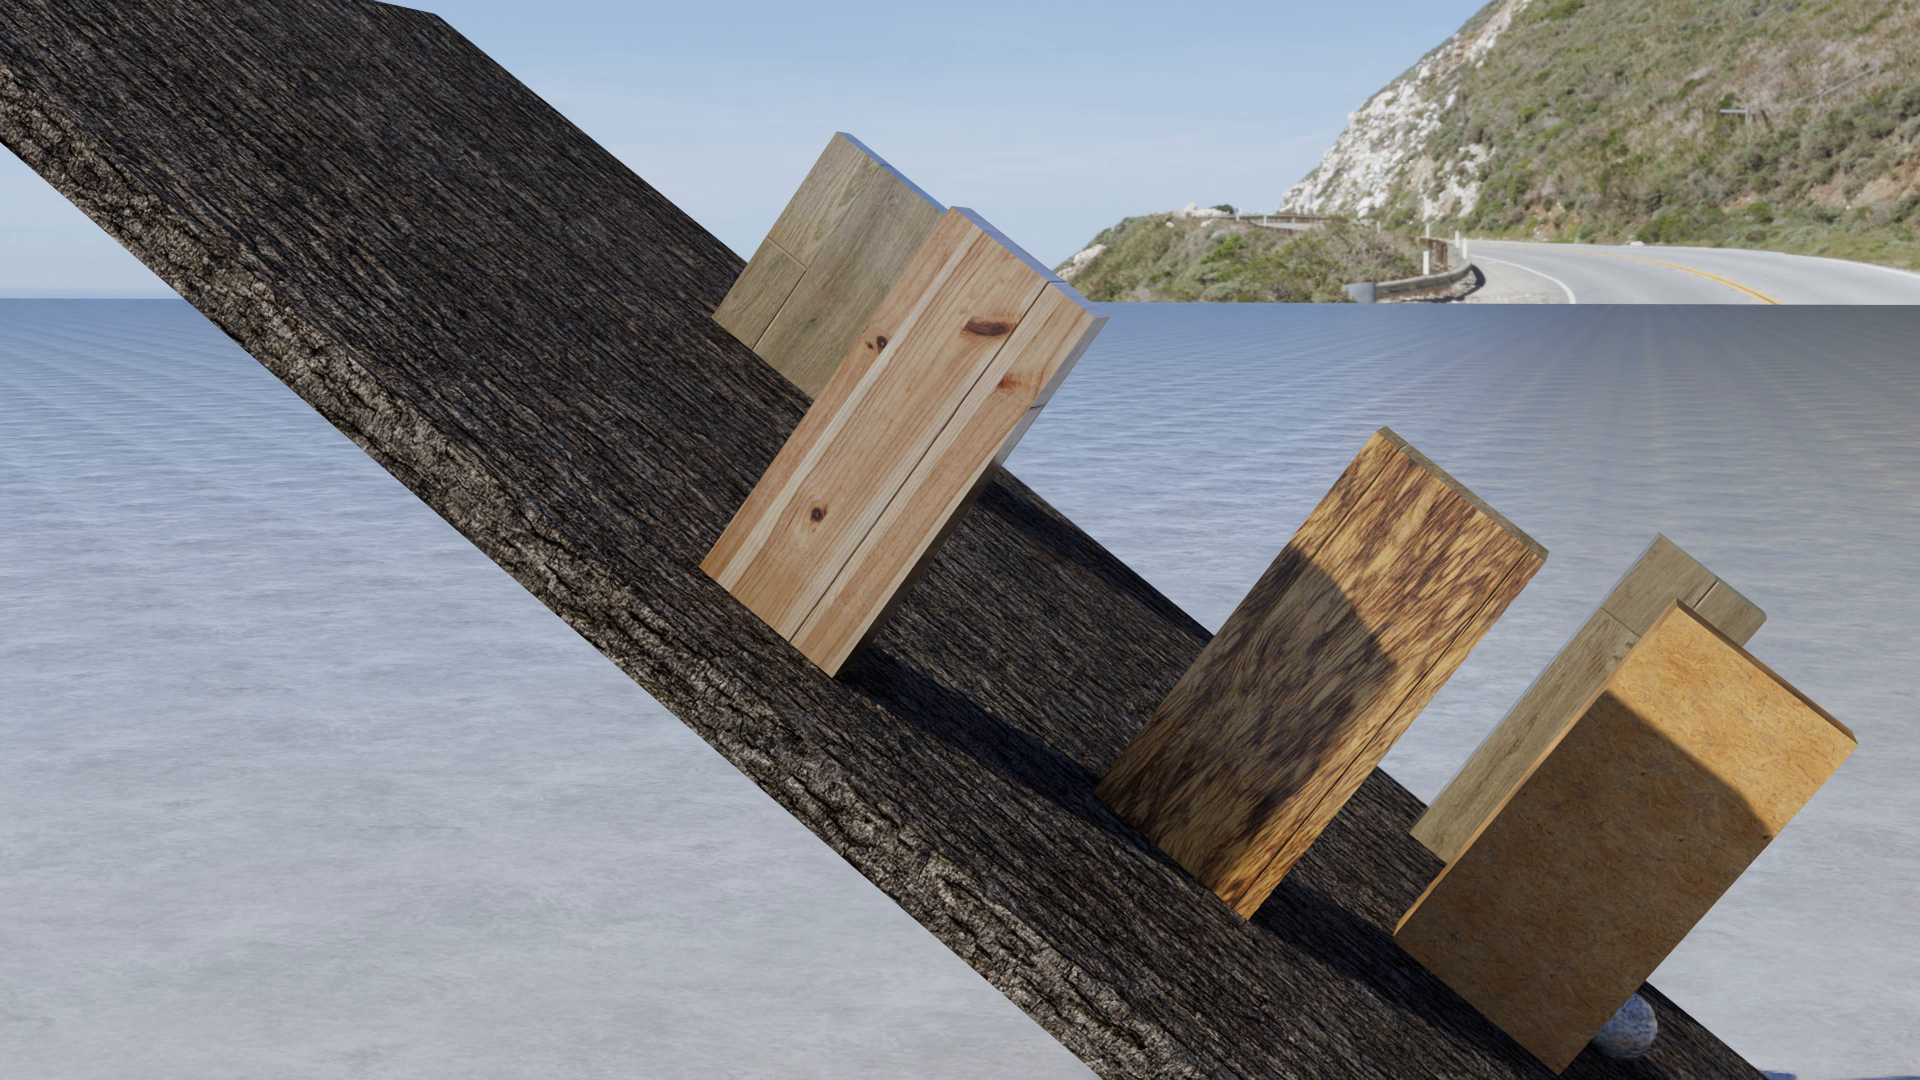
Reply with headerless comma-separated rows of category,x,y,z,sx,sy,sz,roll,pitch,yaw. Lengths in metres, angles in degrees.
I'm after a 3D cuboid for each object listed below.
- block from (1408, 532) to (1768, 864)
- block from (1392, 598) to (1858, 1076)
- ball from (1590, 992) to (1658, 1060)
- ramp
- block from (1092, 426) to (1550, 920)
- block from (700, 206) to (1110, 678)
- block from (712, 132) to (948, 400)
block,1.271,0.376,4.482,0.258,0.793,0.092,39,16,9
block,1.150,0.520,3.846,0.367,0.774,0.122,39,16,9
ball,1.238,0.907,4.118,0.129,0.129,0.129,0,7,0
ramp,-0.058,0.119,4.067,4.000,0.100,2.000,39,16,9
block,0.575,0.216,3.550,0.325,0.751,0.139,39,16,9
block,-0.090,-0.143,3.309,0.270,0.680,0.095,39,16,9
block,-0.242,-0.545,4.530,0.339,0.471,0.081,39,16,9
